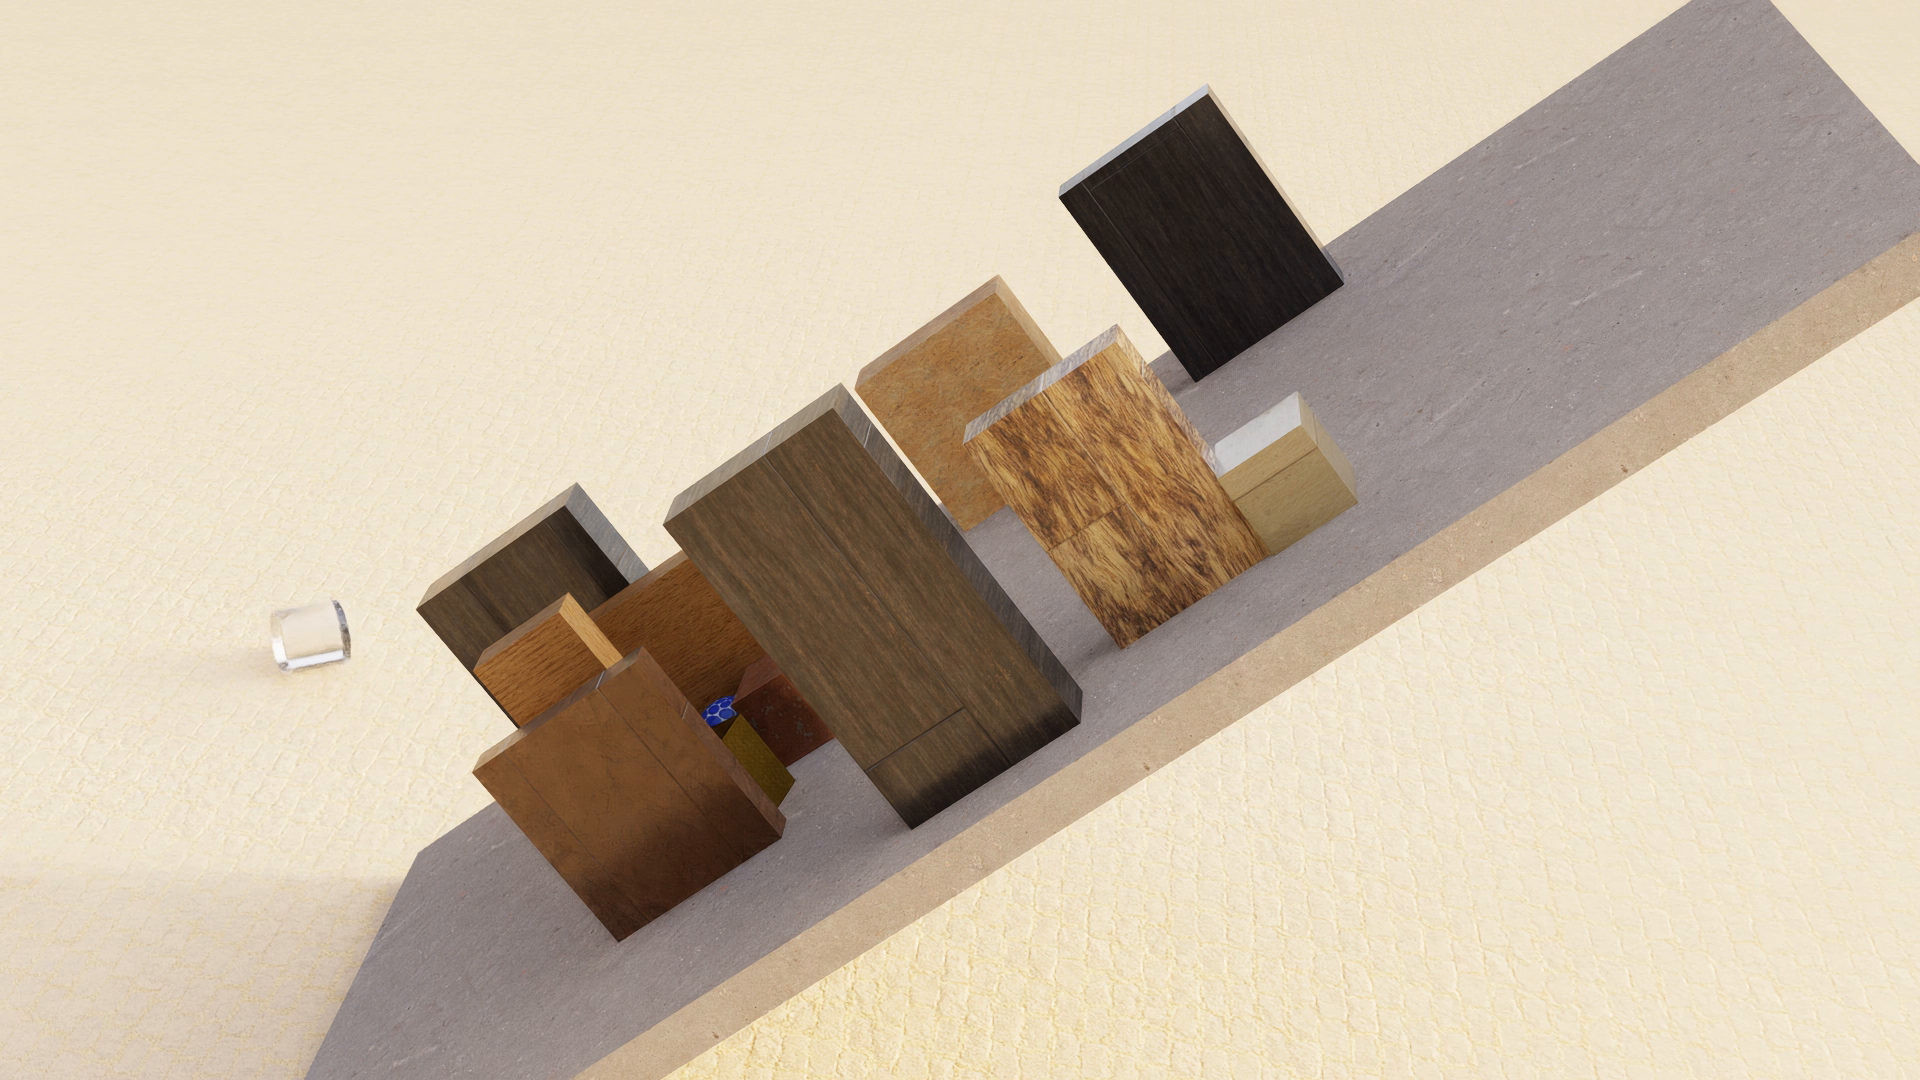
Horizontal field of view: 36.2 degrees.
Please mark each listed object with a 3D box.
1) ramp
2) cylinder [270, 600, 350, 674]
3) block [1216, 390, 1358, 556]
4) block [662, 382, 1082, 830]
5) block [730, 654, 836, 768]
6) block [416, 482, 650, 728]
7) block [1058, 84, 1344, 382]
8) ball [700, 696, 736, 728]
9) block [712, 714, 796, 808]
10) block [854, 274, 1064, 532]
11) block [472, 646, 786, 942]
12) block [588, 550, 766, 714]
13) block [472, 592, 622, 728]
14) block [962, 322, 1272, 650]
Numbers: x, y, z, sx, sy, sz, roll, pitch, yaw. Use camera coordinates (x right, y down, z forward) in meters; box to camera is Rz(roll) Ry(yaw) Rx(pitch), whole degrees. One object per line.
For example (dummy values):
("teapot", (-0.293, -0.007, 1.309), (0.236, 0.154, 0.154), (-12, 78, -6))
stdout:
("ramp", (0.131, 0.177, 6.316), (4.000, 0.100, 2.000), (-34, 16, 16))
("cylinder", (-1.993, 0.299, 9.023), (0.196, 0.196, 0.196), (-11, 25, -25))
("block", (0.615, -0.127, 5.557), (0.189, 0.189, 0.189), (-34, 16, 16))
("block", (-0.155, 0.130, 5.473), (0.394, 0.759, 0.140), (-34, 16, 16))
("block", (-0.352, 0.341, 6.392), (0.185, 0.185, 0.185), (-32, 16, 20))
("block", (-0.859, 0.269, 6.812), (0.446, 0.675, 0.147), (-34, 16, 16))
("block", (0.547, -0.691, 6.664), (0.408, 0.539, 0.099), (-34, 16, 16))
("ball", (-0.494, 0.431, 6.465), (0.179, 0.179, 0.179), (0, 22, 0))
("block", (-0.509, 0.524, 6.206), (0.192, 0.192, 0.192), (-26, 19, 36))
("block", (0.051, -0.320, 6.904), (0.409, 0.437, 0.144), (-34, 16, 16))
("block", (-0.677, 0.525, 6.038), (0.433, 0.479, 0.084), (-34, 16, 16))
("block", (-0.570, 0.272, 6.559), (0.348, 0.460, 0.105), (-34, 16, 16))
("block", (-0.763, 0.416, 6.346), (0.240, 0.584, 0.105), (-34, 16, 16))
("block", (0.301, -0.098, 5.569), (0.351, 0.512, 0.110), (-34, 16, 16))
